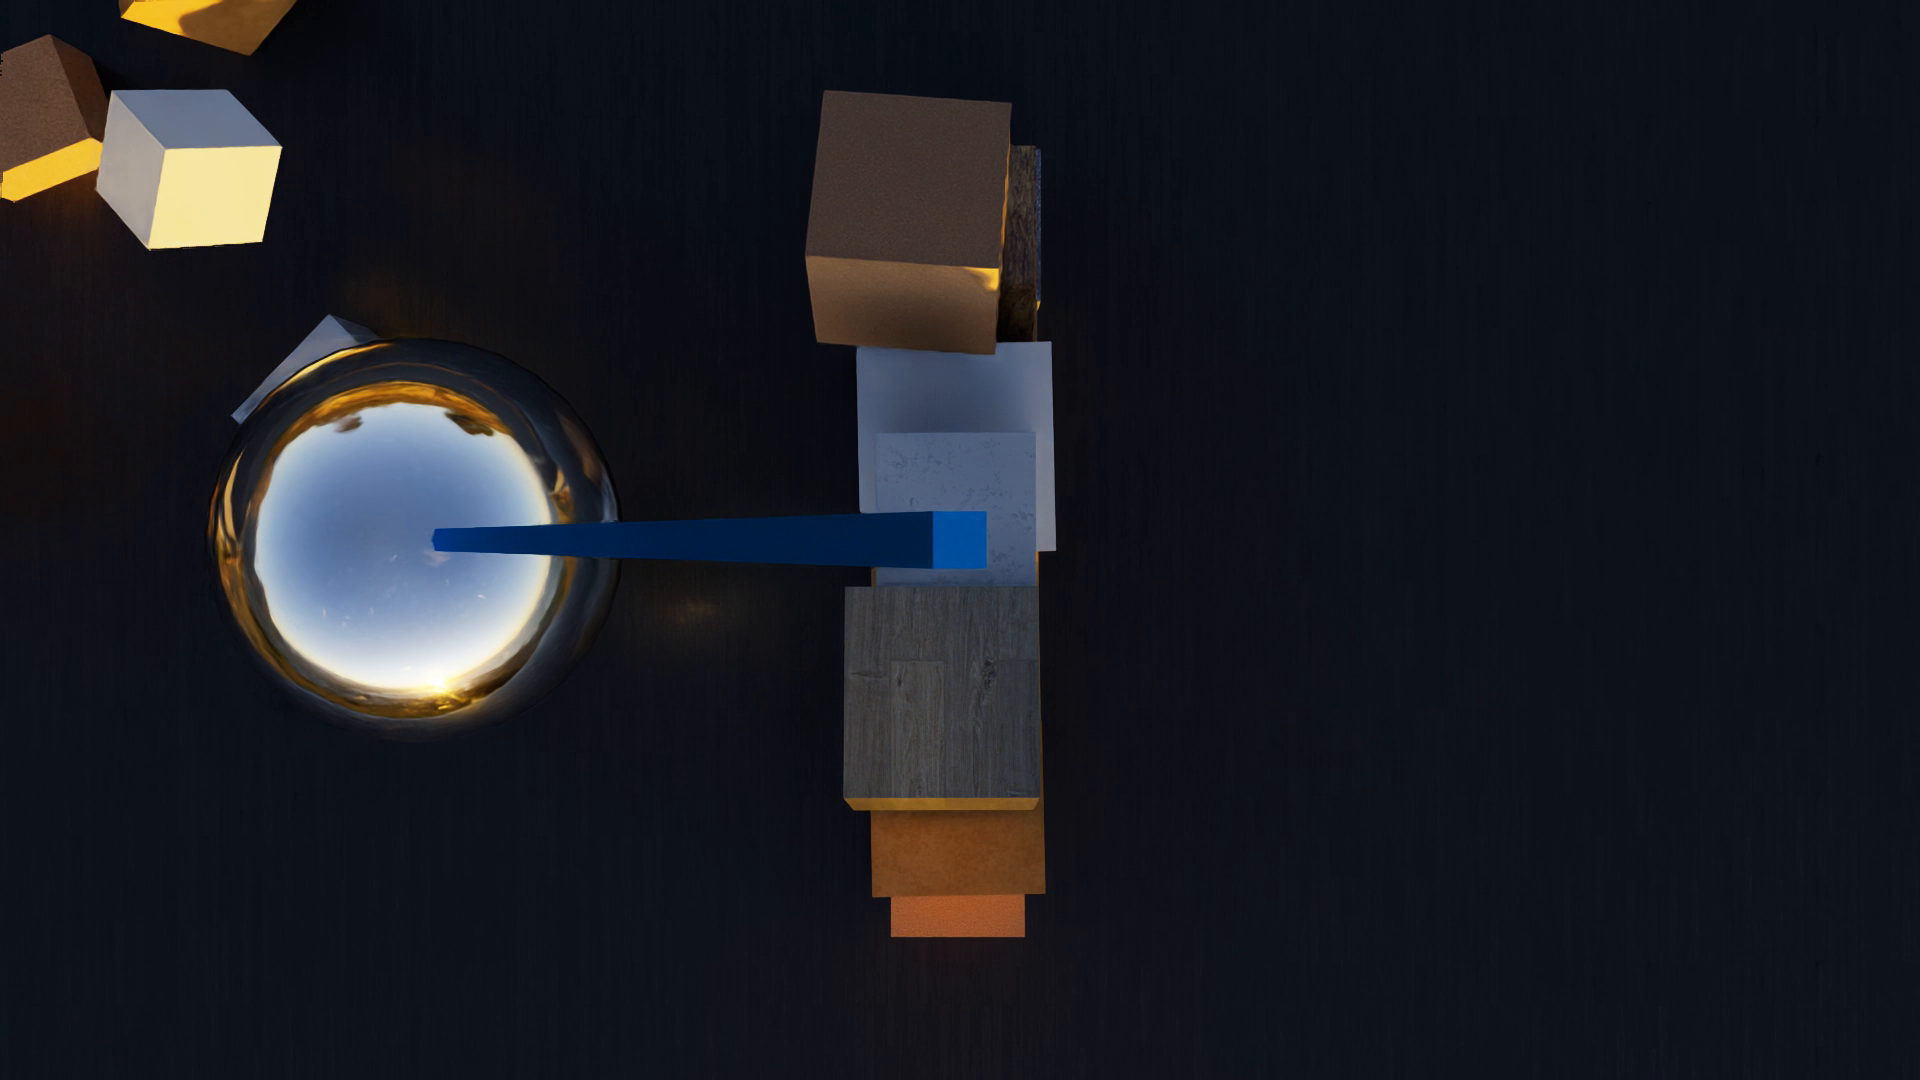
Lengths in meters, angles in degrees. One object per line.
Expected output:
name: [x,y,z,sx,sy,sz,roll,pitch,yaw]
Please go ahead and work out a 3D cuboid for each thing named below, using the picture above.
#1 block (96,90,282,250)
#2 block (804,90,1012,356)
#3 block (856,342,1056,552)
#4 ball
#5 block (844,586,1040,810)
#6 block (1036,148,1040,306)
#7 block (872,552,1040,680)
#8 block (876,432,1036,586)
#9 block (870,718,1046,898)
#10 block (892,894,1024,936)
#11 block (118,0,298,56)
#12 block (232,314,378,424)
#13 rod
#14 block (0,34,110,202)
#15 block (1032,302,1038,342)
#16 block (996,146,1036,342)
block: [-3.821,-1.842,10.888,0.573,0.605,0.549,43,126,30]
block: [-0.239,-1.553,10.877,0.908,0.941,0.898,4,70,2]
block: [-0.020,-0.468,11.668,0.996,0.909,1.068,-1,90,0]
ball: [-2.132,0.000,8.664,1.600,1.600,1.600,0,90,0]
block: [-0.085,0.790,10.699,0.906,0.979,0.986,0,80,0]
block: [0.018,-1.763,12.652,0.868,0.695,0.853,0,90,0]
block: [-0.021,0.498,11.725,0.856,0.877,0.860,-1,90,0]
block: [-0.019,-0.135,10.823,0.759,0.781,0.751,0,90,0]
block: [-0.014,1.378,11.636,0.879,0.958,0.878,-1,88,0]
block: [-0.011,1.784,12.558,0.737,0.885,0.807,0,90,0]
block: [-4.230,-3.347,12.361,0.704,0.782,0.796,-35,61,34]
block: [-3.516,-0.727,12.588,0.698,0.825,0.787,44,90,0]
rod: [-0.924,0.000,5.486,0.080,5.200,0.080,0,90,-21]
block: [-5.365,-2.429,12.706,0.737,0.588,0.630,-22,90,0]
block: [-0.027,-0.839,12.561,0.902,0.877,0.961,0,90,0]
block: [0.008,-1.563,11.799,0.777,0.778,0.810,0,70,0]
